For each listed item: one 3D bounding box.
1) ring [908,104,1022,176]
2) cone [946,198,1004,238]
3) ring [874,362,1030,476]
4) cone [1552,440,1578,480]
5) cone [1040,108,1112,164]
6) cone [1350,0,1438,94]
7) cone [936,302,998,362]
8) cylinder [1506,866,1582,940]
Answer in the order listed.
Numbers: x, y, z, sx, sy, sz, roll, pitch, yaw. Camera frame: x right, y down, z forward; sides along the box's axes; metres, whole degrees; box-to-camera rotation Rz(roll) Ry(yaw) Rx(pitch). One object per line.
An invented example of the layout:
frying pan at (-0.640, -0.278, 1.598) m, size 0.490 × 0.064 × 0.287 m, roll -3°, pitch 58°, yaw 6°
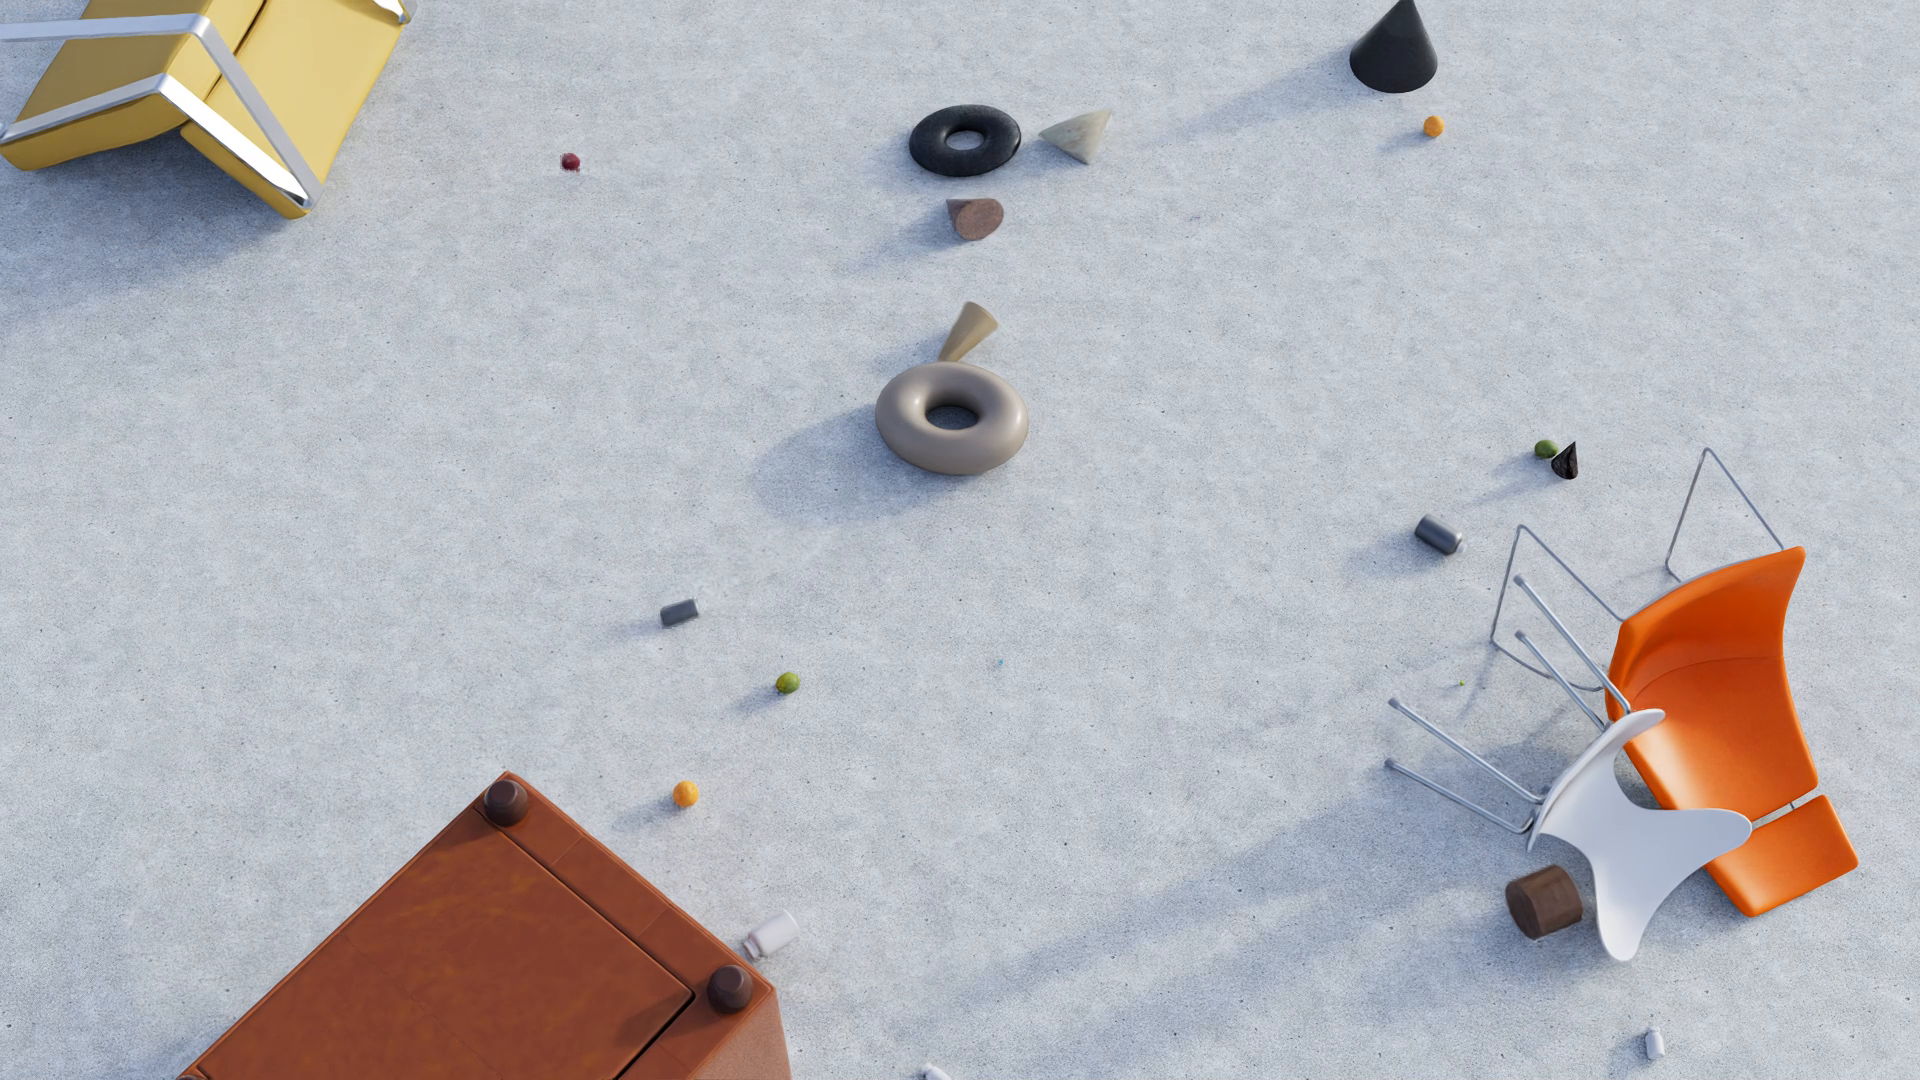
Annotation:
ring at (0.017, -1.353, 7.443) m, size 0.389 × 0.066 × 0.314 m, roll -14°, pitch 58°, yaw -10°
cone at (0.010, -1.097, 7.268) m, size 0.192 × 0.140 × 0.201 m, roll -14°, pitch 34°, yaw -31°
ring at (-0.025, -0.374, 6.734) m, size 0.479 × 0.154 × 0.385 m, roll 11°, pitch 58°, yaw 9°
cone at (1.848, -0.260, 6.663) m, size 0.074 × 0.142 × 0.092 m, roll -28°, pitch 60°, yaw -17°
cone at (0.415, -1.338, 7.420) m, size 0.262 × 0.200 × 0.157 m, roll -18°, pitch 91°, yaw 3°
cone at (1.518, -1.768, 7.566) m, size 0.303 × 0.323 × 0.326 m, roll 30°, pitch 61°, yaw 19°
cone at (-0.026, -0.588, 6.932) m, size 0.128 × 0.122 × 0.325 m, roll 32°, pitch 73°, yaw 19°
cylinder at (1.549, 0.961, 5.831) m, size 0.132 × 0.162 × 0.158 m, roll -19°, pitch 28°, yaw -12°
